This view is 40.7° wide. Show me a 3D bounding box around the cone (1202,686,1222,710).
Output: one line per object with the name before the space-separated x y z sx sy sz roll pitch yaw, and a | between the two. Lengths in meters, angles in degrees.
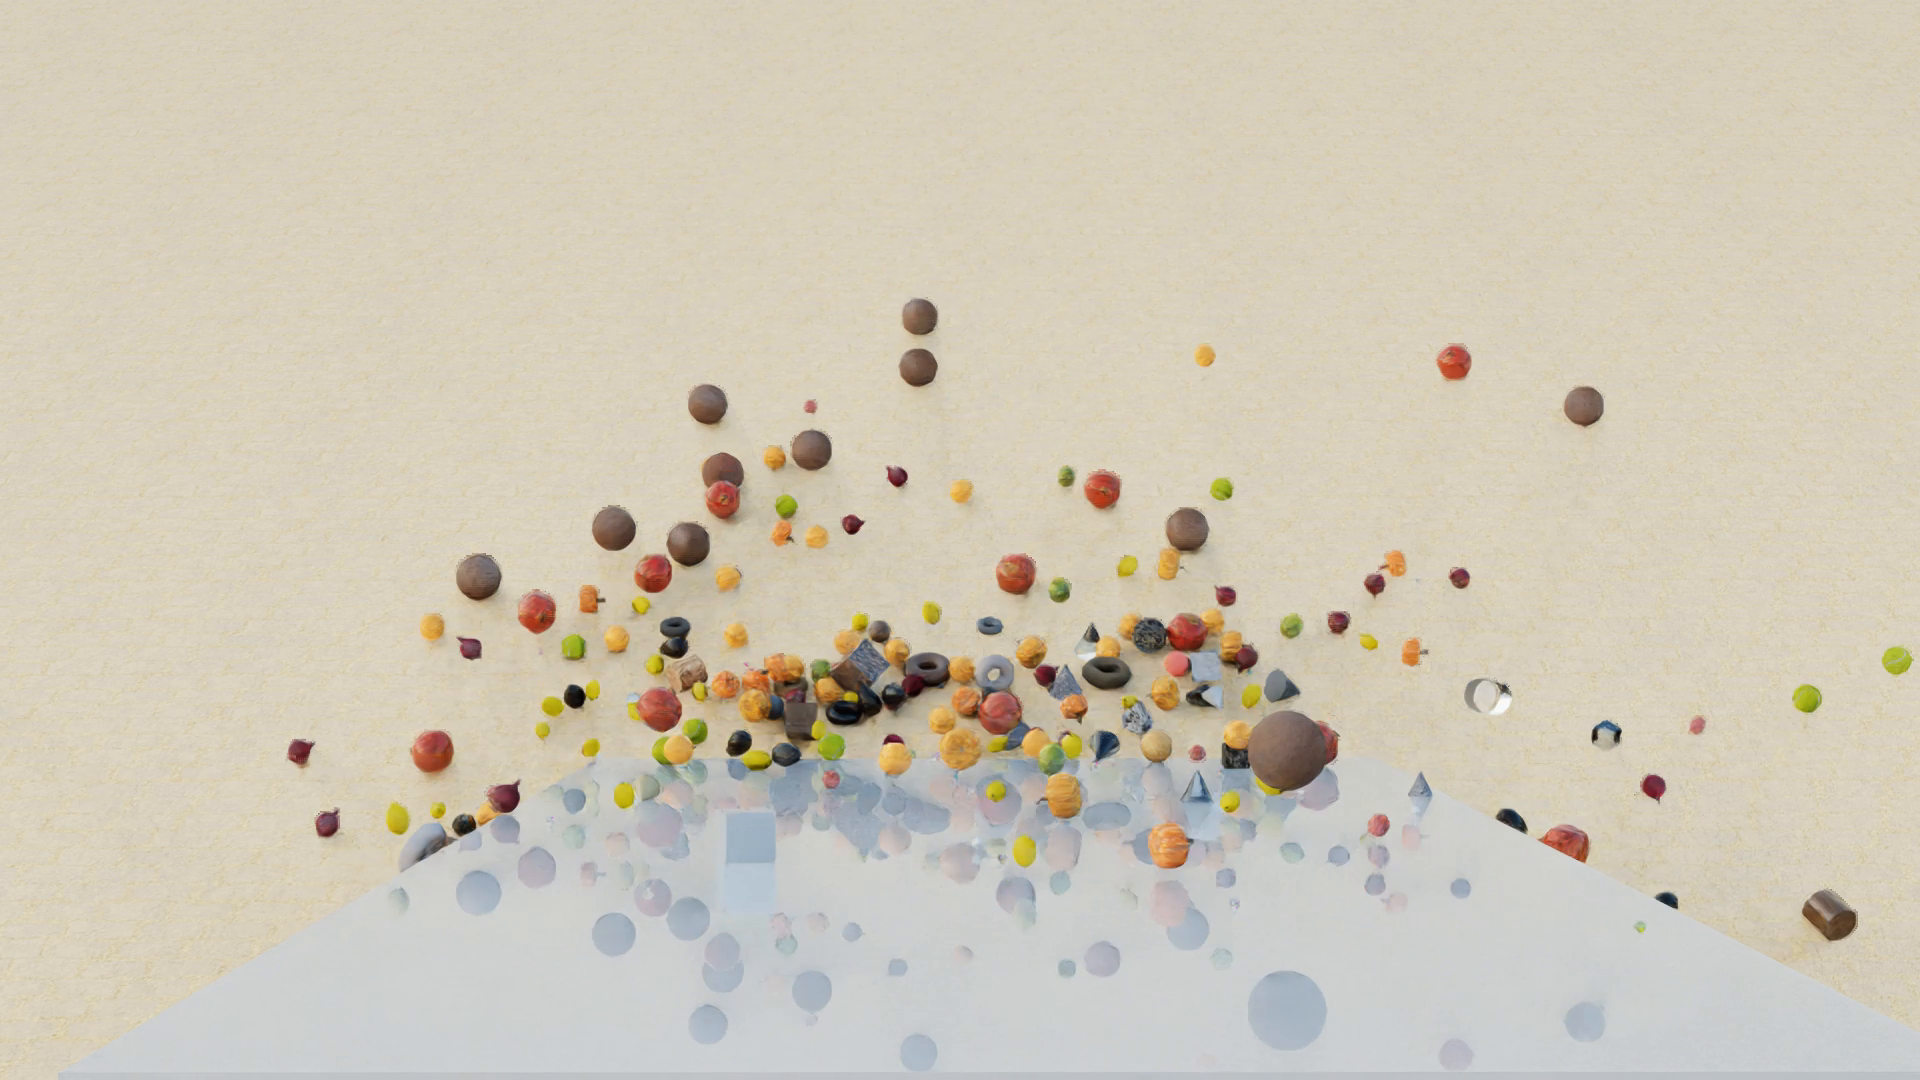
cone | 0.689 0.434 6.943 0.062 0.062 0.062 -12 56 -19

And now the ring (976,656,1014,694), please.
ring | 0.095 0.367 7.069 0.112 0.112 0.037 -9 20 -15

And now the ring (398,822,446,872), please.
ring | -1.290 0.742 6.208 0.049 0.146 0.146 33 40 12

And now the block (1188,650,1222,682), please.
block | 0.672 0.346 7.095 0.077 0.077 0.077 -8 1 2

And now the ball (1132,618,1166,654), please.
ball | 0.531 0.269 7.243 0.096 0.096 0.096 0 30 0

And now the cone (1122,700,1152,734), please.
cone | 0.476 0.454 6.883 0.086 0.086 0.086 3 43 -3

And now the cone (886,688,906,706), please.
cone | -0.174 0.417 7.035 0.052 0.052 0.052 0 30 0

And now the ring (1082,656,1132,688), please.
ring | 0.404 0.365 7.125 0.135 0.045 0.135 3 27 -1

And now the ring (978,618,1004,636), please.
ring | 0.085 0.245 7.354 0.075 0.025 0.075 1 30 -1

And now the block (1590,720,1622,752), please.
block | 1.713 0.519 6.861 0.052 0.052 0.052 -21 37 -32

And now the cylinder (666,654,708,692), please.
cylinder | -0.748 0.366 7.090 0.082 0.082 0.082 -21 36 -30

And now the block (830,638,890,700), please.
block | -0.273 0.351 7.053 0.099 0.099 0.099 47 42 -4

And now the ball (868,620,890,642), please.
ball | -0.226 0.257 7.295 0.064 0.064 0.064 0 30 0

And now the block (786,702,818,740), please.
block | -0.419 0.481 6.866 0.080 0.080 0.080 0 72 1

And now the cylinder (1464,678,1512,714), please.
cylinder | 1.404 0.416 6.885 0.092 0.092 0.092 27 10 38

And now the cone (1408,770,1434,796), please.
cone | 1.009 0.531 5.669 0.055 0.055 0.055 0 0 0

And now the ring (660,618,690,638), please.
ring | -0.810 0.248 7.346 0.087 0.029 0.087 1 30 -1

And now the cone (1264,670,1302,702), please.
cone | 0.896 0.408 7.060 0.093 0.093 0.093 16 22 -28

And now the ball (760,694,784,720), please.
ball | -0.506 0.450 6.963 0.068 0.068 0.068 0 30 0

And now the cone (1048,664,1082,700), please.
cone | 0.288 0.375 7.067 0.092 0.092 0.092 0 30 0

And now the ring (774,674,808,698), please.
ring | -0.463 0.399 7.085 0.098 0.033 0.098 0 31 0

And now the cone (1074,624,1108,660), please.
cone | 0.368 0.269 7.242 0.096 0.096 0.096 0 30 0

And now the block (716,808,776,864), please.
block | -0.372 0.512 4.491 0.086 0.086 0.086 0 0 -18

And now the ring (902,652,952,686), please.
ring | -0.090 0.357 7.144 0.137 0.046 0.137 0 31 0

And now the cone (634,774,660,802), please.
cone | -0.677 0.545 5.549 0.060 0.060 0.060 3 27 5

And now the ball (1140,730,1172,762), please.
ball | 0.496 0.521 6.533 0.081 0.081 0.081 0 30 0

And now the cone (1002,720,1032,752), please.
cone | 0.137 0.531 6.821 0.083 0.083 0.083 10 40 16

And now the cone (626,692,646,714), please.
cone | -0.862 0.435 6.975 0.057 0.057 0.057 -16 12 47

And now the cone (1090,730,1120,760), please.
cone | 0.362 0.543 6.630 0.081 0.081 0.081 8 29 13

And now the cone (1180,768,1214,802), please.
cone | 0.507 0.522 5.530 0.072 0.072 0.072 0 0 0

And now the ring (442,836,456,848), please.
ring | -1.260 0.760 6.442 0.075 0.075 0.025 15 66 23

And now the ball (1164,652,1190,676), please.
ball | 0.599 0.342 7.146 0.070 0.070 0.070 0 30 0

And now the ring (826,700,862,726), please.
ring | -0.312 0.466 6.972 0.098 0.033 0.098 1 29 -1

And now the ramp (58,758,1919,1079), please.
ramp | 0.068 0.605 4.671 2.000 0.100 4.000 0 0 0

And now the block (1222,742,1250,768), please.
block | 0.680 0.531 6.386 0.060 0.060 0.060 0 0 -5
